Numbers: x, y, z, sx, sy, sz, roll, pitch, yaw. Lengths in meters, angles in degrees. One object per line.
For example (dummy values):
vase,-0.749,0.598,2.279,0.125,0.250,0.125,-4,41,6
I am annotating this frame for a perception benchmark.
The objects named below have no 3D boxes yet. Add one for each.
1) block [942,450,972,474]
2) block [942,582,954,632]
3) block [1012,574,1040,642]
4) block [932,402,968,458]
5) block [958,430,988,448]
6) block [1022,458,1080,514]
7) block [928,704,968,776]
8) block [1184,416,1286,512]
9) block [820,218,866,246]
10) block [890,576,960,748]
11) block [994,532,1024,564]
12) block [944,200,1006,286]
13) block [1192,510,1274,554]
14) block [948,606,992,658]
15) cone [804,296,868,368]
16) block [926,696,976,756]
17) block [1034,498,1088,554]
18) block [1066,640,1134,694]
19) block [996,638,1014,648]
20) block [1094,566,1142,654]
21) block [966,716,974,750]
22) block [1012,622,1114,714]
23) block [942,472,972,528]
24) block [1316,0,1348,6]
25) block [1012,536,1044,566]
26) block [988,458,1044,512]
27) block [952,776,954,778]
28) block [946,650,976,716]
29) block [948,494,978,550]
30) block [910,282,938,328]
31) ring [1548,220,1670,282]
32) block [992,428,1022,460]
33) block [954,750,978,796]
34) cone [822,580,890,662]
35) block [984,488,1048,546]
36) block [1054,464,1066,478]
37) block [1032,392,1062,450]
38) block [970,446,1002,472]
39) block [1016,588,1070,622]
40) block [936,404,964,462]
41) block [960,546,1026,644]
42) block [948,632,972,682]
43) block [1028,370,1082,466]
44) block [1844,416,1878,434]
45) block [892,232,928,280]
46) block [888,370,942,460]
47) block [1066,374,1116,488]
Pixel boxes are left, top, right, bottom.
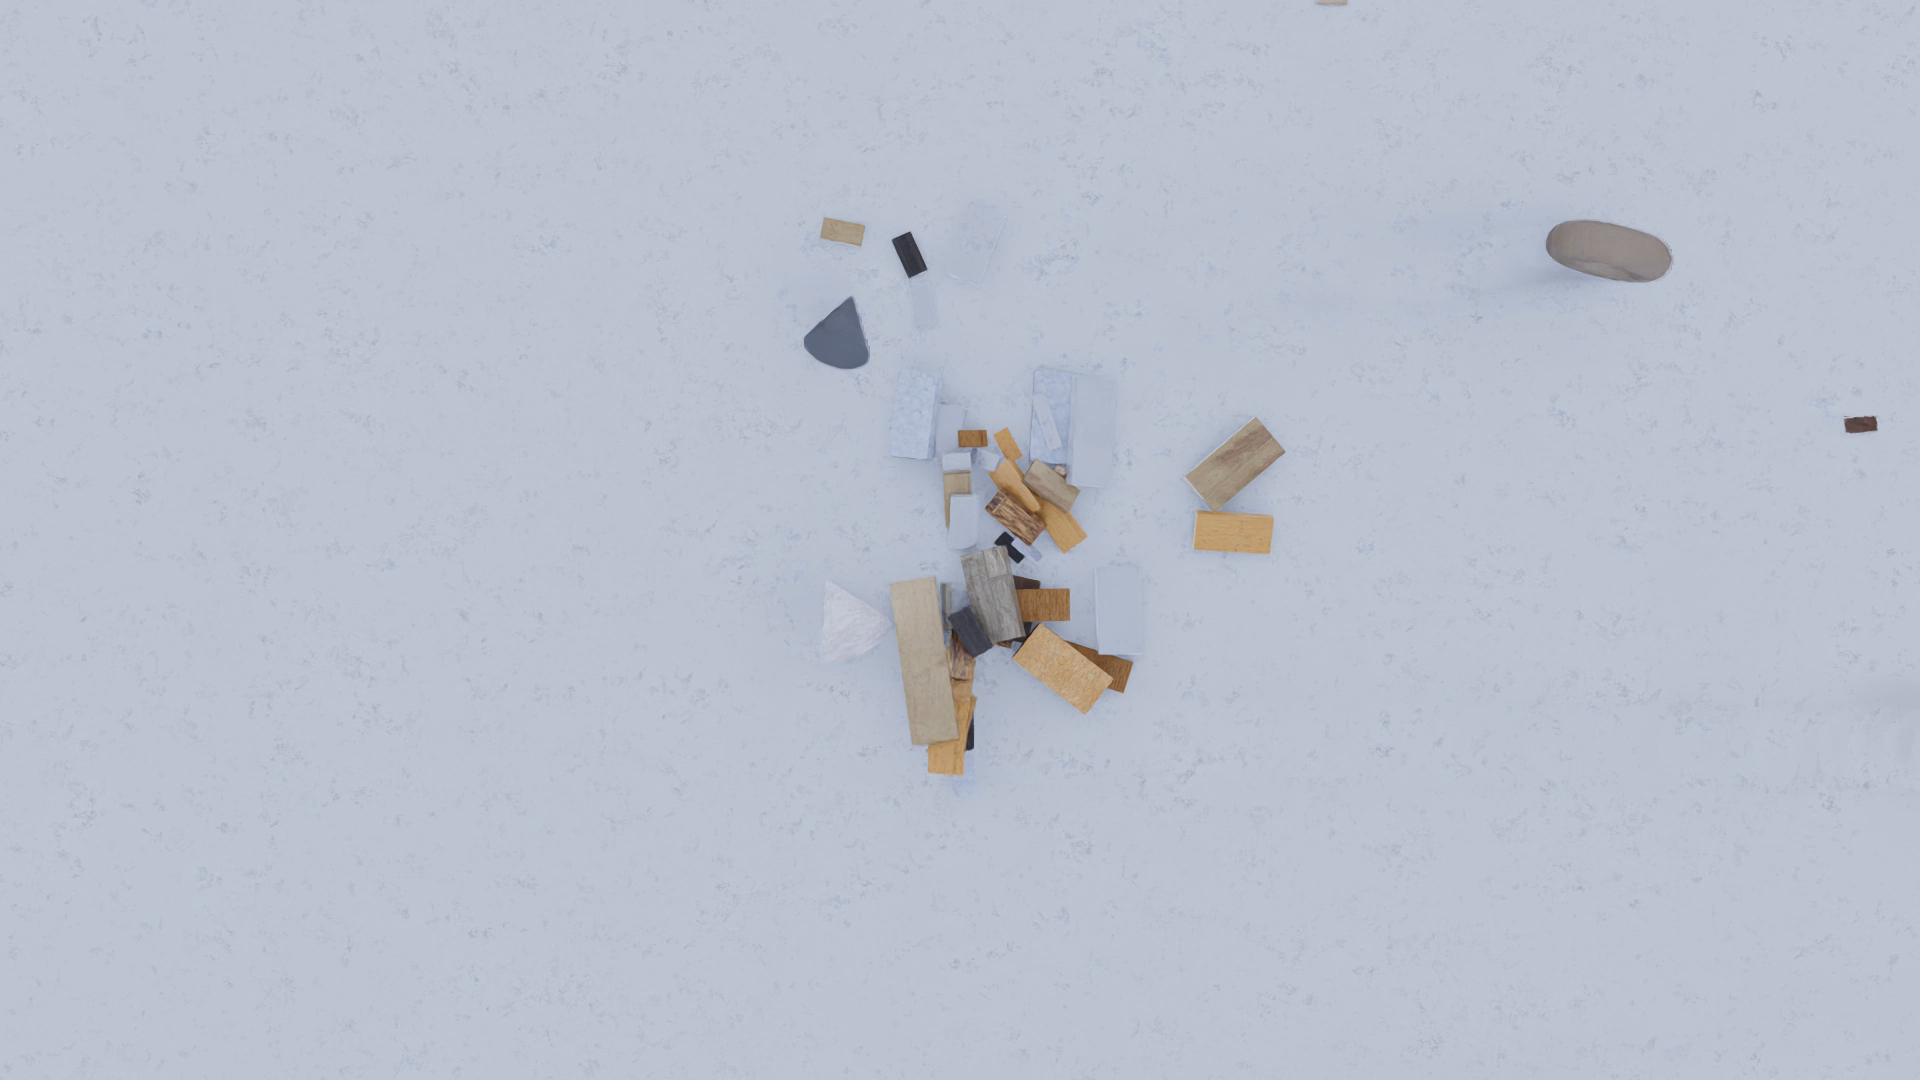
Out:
block,-0.008,-0.201,5.455,0.093,0.026,0.186,-4,110,0
block,-0.041,0.220,5.459,0.022,0.079,0.158,-2,90,-9
block,0.194,0.229,5.485,0.107,0.030,0.213,12,90,1
block,-0.045,-0.357,5.487,0.093,0.026,0.186,18,90,0
block,0.043,-0.336,5.461,0.109,0.015,0.054,-4,90,-37
block,0.299,-0.177,5.437,0.185,0.026,0.092,35,65,-9
block,-0.039,0.647,5.351,0.116,0.033,0.231,4,72,3
block,0.912,-0.251,5.478,0.308,0.044,0.154,-40,90,0
block,-0.390,-1.025,5.490,0.140,0.020,0.070,11,90,0
block,-0.118,0.395,5.395,0.153,0.043,0.549,-9,72,0
block,0.171,0.025,5.492,0.108,0.015,0.054,41,90,0
block,0.048,-0.986,5.482,0.126,0.036,0.253,21,90,0
block,0.904,-0.026,5.461,0.253,0.036,0.126,3,111,0
block,0.035,0.302,5.404,0.079,0.022,0.157,-31,91,8
cone,-0.383,-0.722,5.450,0.222,0.222,0.222,13,63,0
block,-0.028,0.613,5.428,0.116,0.033,0.231,12,64,7
block,0.328,-0.061,5.476,0.097,0.027,0.193,-36,90,13
block,0.417,0.412,5.485,0.298,0.030,0.107,18,90,0
block,0.110,0.317,5.465,0.139,0.015,0.054,13,94,22
block,0.525,0.235,5.464,0.143,0.041,0.286,-1,85,-2
block,0.008,0.621,5.473,0.074,0.021,0.148,-2,77,0
block,0.339,0.424,5.448,0.305,0.043,0.153,37,91,0
block,-0.006,-0.133,5.452,0.092,0.026,0.185,-3,111,0
block,1.240,-1.809,5.493,0.100,0.014,0.050,2,90,0
block,0.223,0.032,5.474,0.108,0.054,0.015,41,126,0
block,0.186,-0.168,5.460,0.097,0.027,0.194,-35,89,35
block,0.005,0.716,5.489,0.074,0.021,0.149,-2,90,0
block,-0.017,0.481,5.442,0.116,0.033,0.231,6,71,4
block,0.012,-0.061,5.453,0.092,0.026,0.185,2,111,-2
block,-0.120,-0.782,5.490,0.070,0.020,0.140,-9,90,0
ring,2.086,-0.929,5.311,0.386,0.386,0.129,15,95,0
block,0.159,-0.315,5.492,0.054,0.015,0.109,-28,90,0
block,0.013,0.772,5.468,0.074,0.021,0.149,-7,90,0
cone,-0.393,0.227,5.445,0.247,0.247,0.247,-30,63,0
block,0.184,-0.076,5.459,0.196,0.027,0.097,40,126,1
block,0.318,-0.199,5.479,0.047,0.013,0.094,29,101,-13
block,0.286,-0.392,5.450,0.047,0.013,0.191,-18,90,0
block,0.082,-0.267,5.467,0.109,0.015,0.054,22,90,29
block,0.256,0.216,5.454,0.213,0.030,0.107,-1,90,1
block,-0.036,-0.353,5.460,0.093,0.026,0.186,-4,90,0
block,0.108,0.184,5.435,0.153,0.043,0.305,-14,84,23
block,-0.002,0.383,5.447,0.079,0.022,0.158,8,70,5
block,0.316,-0.407,5.478,0.154,0.044,0.308,3,90,0
block,3.001,-0.384,5.493,0.100,0.014,0.050,-4,90,0
block,-0.168,-0.948,5.490,0.070,0.020,0.140,-25,90,0
block,-0.147,-0.413,5.451,0.143,0.041,0.286,7,90,25
block,0.434,-0.359,5.453,0.143,0.041,0.360,3,90,-23
